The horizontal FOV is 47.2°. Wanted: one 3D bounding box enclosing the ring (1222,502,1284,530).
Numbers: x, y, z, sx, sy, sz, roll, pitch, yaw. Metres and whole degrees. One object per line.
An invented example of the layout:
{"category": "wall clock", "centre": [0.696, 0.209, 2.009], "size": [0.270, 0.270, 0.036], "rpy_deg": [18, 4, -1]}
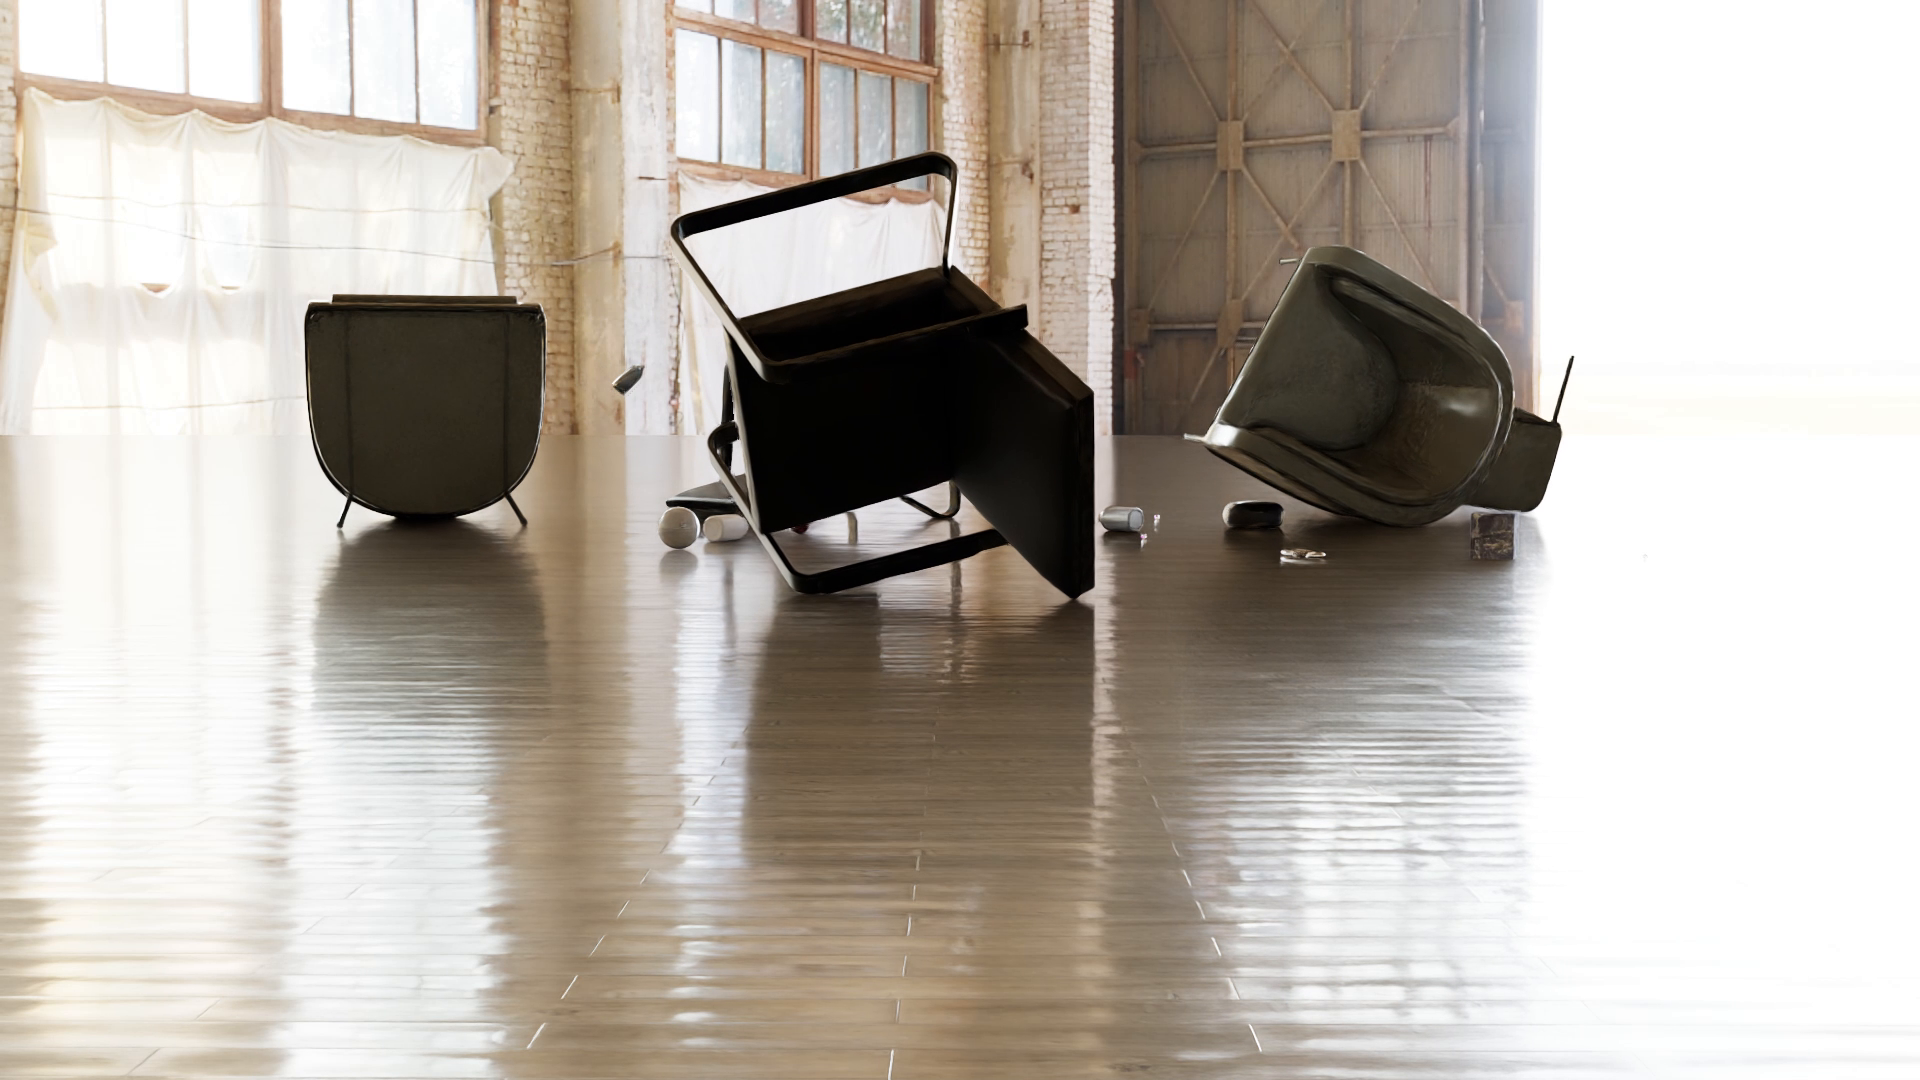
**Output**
{"category": "ring", "centre": [0.955, -0.081, 7.148], "size": [0.196, 0.082, 0.345], "rpy_deg": [2, 4, 16]}

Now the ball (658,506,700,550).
{"category": "ball", "centre": [-0.789, -0.034, 6.163], "size": [0.119, 0.119, 0.119], "rpy_deg": [0, 4, 0]}

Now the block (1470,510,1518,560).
{"category": "block", "centre": [1.427, -0.014, 5.869], "size": [0.112, 0.120, 0.114], "rpy_deg": [1, 4, 20]}

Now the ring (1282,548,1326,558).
{"category": "ring", "centre": [0.917, 0.036, 5.883], "size": [0.075, 0.018, 0.148], "rpy_deg": [-4, 6, -36]}
